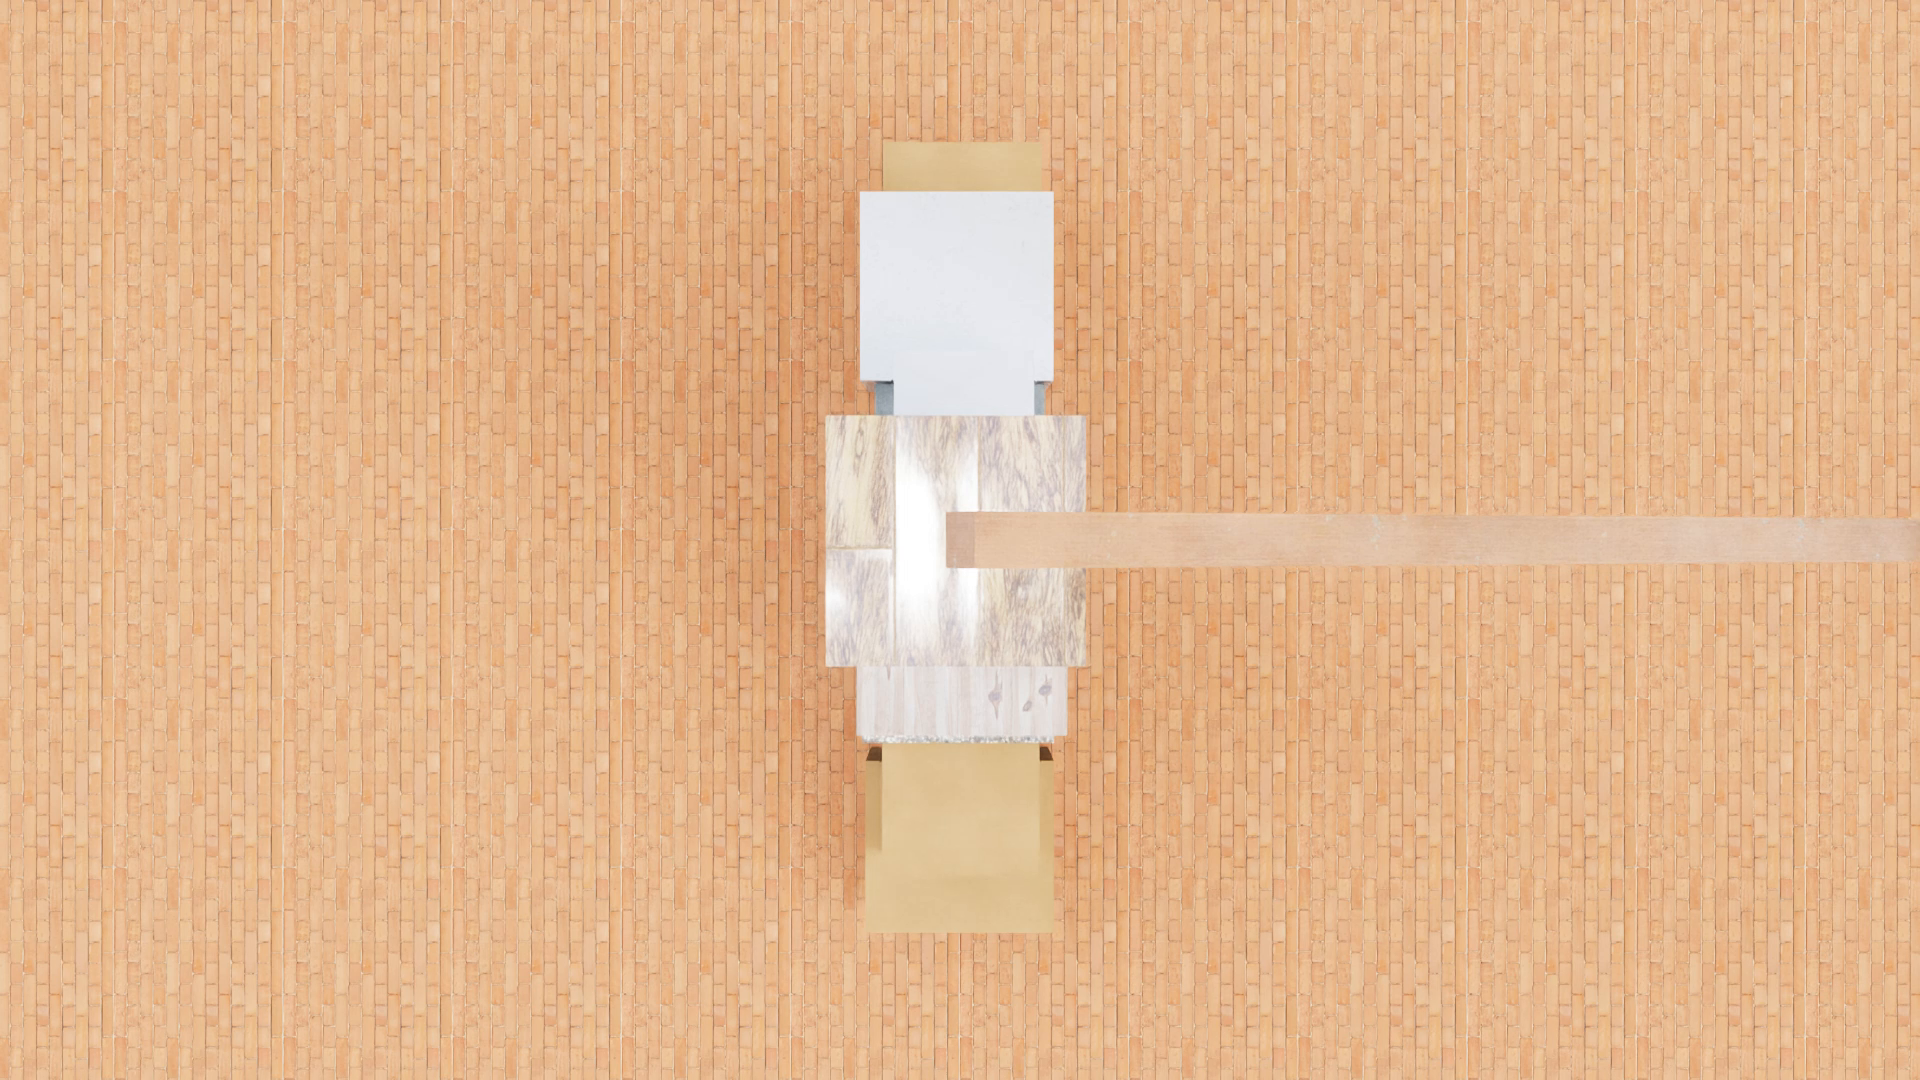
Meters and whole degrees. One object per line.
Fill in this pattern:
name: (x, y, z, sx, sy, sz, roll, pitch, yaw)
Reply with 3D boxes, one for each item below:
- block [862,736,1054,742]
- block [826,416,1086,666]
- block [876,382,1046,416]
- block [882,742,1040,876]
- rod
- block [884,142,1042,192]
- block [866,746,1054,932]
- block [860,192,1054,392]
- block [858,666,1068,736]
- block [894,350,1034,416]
block: (-0.011, 0.589, 11.777, 0.994, 0.845, 0.903, 0, 91, 0)
block: (-0.012, 0.003, 6.866, 0.768, 0.757, 0.740, 0, 90, 0)
block: (0.001, -0.340, 11.683, 0.865, 1.024, 0.918, 0, 90, 0)
block: (0.004, 1.401, 11.821, 0.820, 0.698, 0.709, 0, 90, 0)
rod: (2.234, 0.000, 4.423, 5.200, 0.080, 0.080, 0, 90, -31)
block: (0.013, -1.747, 12.508, 0.866, 0.983, 0.855, 0, 90, 0)
block: (-0.001, 1.698, 12.585, 1.044, 0.830, 0.952, 0, 90, 0)
block: (-0.016, -1.274, 11.503, 0.966, 1.029, 0.941, 0, 91, 0)
block: (0.010, 0.377, 10.667, 0.972, 1.008, 1.053, 0, 90, 0)
block: (0.019, -0.523, 10.671, 0.659, 0.648, 0.744, 0, 90, 0)
